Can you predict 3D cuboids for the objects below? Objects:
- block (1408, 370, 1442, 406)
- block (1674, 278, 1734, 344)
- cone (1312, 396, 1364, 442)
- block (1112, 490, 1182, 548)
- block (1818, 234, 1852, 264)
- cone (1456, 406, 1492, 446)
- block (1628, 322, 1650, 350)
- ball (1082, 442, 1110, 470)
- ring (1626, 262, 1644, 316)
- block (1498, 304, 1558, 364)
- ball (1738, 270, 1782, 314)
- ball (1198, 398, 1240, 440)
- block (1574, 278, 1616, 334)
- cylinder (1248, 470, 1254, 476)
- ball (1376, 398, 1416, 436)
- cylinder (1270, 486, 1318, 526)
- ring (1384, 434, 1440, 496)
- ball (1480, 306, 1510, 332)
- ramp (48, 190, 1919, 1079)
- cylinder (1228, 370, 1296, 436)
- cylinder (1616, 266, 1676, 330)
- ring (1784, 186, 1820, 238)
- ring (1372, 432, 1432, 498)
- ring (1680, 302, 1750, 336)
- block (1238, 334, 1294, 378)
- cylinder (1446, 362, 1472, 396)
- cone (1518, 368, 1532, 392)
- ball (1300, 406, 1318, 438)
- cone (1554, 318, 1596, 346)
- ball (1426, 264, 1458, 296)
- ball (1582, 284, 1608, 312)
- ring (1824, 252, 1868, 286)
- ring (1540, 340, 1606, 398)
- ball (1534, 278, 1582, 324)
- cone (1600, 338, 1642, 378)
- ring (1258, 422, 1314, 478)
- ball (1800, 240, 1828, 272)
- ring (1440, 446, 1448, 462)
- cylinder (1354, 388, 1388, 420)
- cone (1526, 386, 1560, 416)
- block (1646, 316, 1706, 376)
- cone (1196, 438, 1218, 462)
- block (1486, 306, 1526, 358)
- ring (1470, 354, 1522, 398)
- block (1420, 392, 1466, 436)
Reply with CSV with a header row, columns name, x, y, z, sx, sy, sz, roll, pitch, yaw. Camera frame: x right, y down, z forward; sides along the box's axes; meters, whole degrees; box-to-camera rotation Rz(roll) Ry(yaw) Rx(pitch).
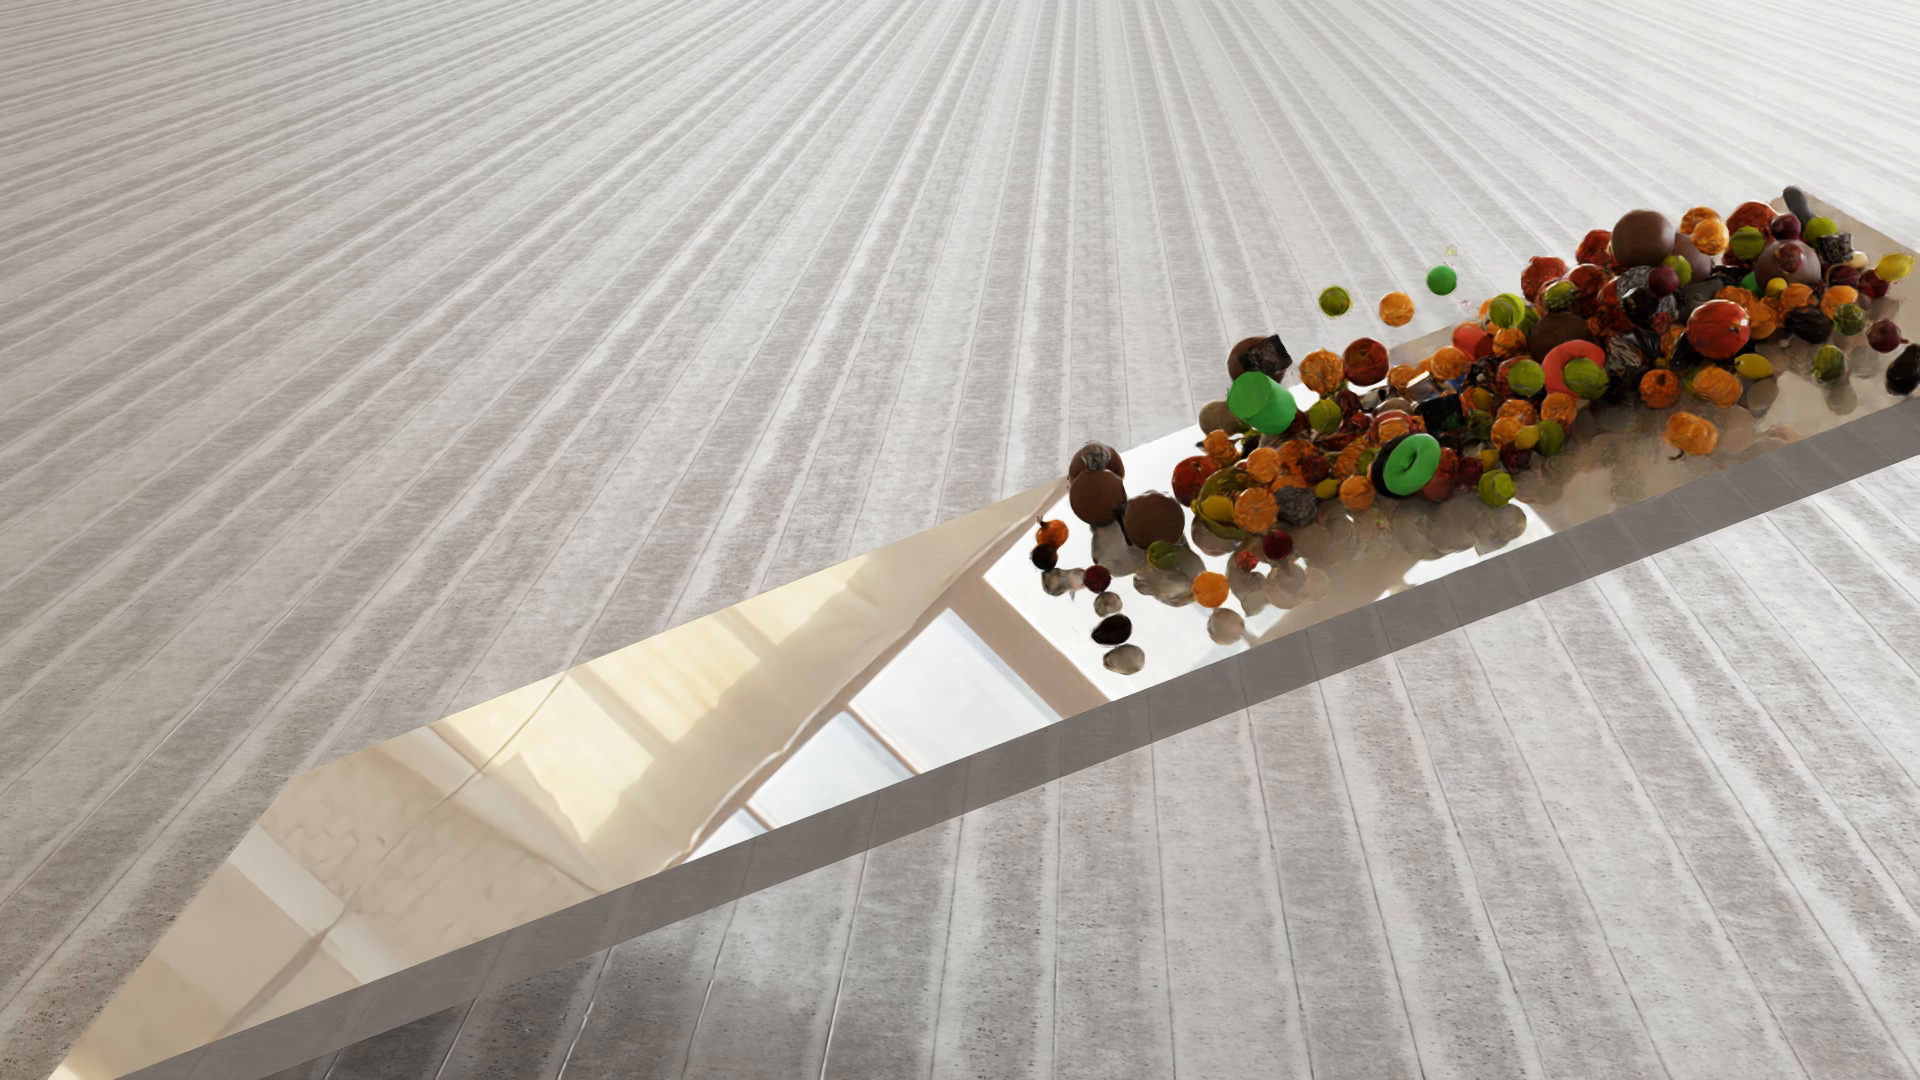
name,x,y,z,sx,sy,sz,roll,pitch,yaw
block,0.975,-0.317,6.167,0.051,0.051,0.051,-32,8,19
block,1.511,-0.461,5.993,0.094,0.094,0.094,-12,28,37
cone,0.803,-0.240,6.180,0.100,0.100,0.100,15,13,-7
block,0.400,-0.044,6.265,0.091,0.091,0.091,-28,13,-21
block,1.758,-0.584,5.910,0.053,0.053,0.053,-3,8,31
cone,1.036,-0.222,6.014,0.075,0.075,0.075,34,-9,7
block,1.442,-0.437,6.131,0.059,0.059,0.059,-28,12,1
ball,0.302,-0.187,6.536,0.065,0.065,0.065,0,14,0
ring,1.402,-0.518,6.103,0.039,0.116,0.116,5,15,9
block,1.260,-0.453,6.446,0.100,0.100,0.100,-25,12,-9
ball,1.638,-0.508,6.022,0.089,0.089,0.089,0,14,0
ball,0.576,-0.267,6.523,0.094,0.094,0.094,0,14,0
block,1.374,-0.508,6.438,0.081,0.081,0.081,-25,-25,-6
cylinder,0.603,-0.110,6.249,0.063,0.063,0.063,-22,14,3
ball,0.928,-0.262,6.259,0.083,0.083,0.083,0,14,0
cylinder,0.672,-0.069,5.915,0.074,0.074,0.074,-4,7,-15
ring,0.838,-0.140,5.456,0.043,0.128,0.128,34,0,-25
ball,1.227,-0.486,6.674,0.088,0.088,0.088,0,14,0
ramp,0.125,0.173,6.289,4.000,0.100,2.000,-21,12,7
cylinder,0.586,-0.265,5.704,0.098,0.098,0.098,13,-11,41
cylinder,1.372,-0.484,5.880,0.096,0.096,0.096,10,-18,34
ring,1.760,-0.687,6.153,0.040,0.120,0.120,-27,8,15
ring,0.869,-0.145,5.757,0.143,0.143,0.048,-6,34,-23
ring,1.481,-0.431,5.770,0.139,0.046,0.139,15,-6,2
block,0.646,-0.381,6.226,0.073,0.073,0.073,-30,-2,-17
cylinder,1.090,-0.350,6.381,0.052,0.052,0.052,40,6,-5
cone,1.176,-0.327,6.164,0.051,0.051,0.051,-8,34,6
ball,0.792,-0.262,6.542,0.070,0.070,0.070,0,14,0
cone,1.336,-0.435,6.324,0.082,0.082,0.082,-11,17,-38
ball,0.982,-0.530,5.993,0.063,0.063,0.063,0,14,0
ball,1.348,-0.515,6.249,0.058,0.058,0.058,0,14,0
ring,1.800,-0.549,5.973,0.095,0.032,0.095,-24,-21,-10
ring,1.218,-0.340,5.838,0.135,0.045,0.135,-16,48,18
ball,1.236,-0.494,6.076,0.095,0.095,0.095,0,14,0
cone,1.282,-0.342,5.776,0.077,0.077,0.077,27,34,-20
ring,0.695,-0.192,6.276,0.121,0.121,0.040,-2,9,-7
ball,1.795,-0.597,6.174,0.066,0.066,0.066,0,14,0
ring,0.954,-0.169,5.957,0.077,0.026,0.077,-22,11,4
cylinder,0.915,-0.301,6.518,0.057,0.057,0.057,-15,3,35
cone,1.190,-0.267,5.937,0.067,0.067,0.067,-10,31,-36
block,1.436,-0.393,5.901,0.086,0.086,0.086,-17,13,26
cone,0.575,-0.201,6.718,0.057,0.057,0.057,-22,-14,-6
block,1.241,-0.464,6.546,0.089,0.089,0.089,-27,12,-17
ring,1.109,-0.339,6.089,0.109,0.036,0.109,1,49,-1
block,0.947,-0.247,5.765,0.066,0.066,0.066,-13,3,20
